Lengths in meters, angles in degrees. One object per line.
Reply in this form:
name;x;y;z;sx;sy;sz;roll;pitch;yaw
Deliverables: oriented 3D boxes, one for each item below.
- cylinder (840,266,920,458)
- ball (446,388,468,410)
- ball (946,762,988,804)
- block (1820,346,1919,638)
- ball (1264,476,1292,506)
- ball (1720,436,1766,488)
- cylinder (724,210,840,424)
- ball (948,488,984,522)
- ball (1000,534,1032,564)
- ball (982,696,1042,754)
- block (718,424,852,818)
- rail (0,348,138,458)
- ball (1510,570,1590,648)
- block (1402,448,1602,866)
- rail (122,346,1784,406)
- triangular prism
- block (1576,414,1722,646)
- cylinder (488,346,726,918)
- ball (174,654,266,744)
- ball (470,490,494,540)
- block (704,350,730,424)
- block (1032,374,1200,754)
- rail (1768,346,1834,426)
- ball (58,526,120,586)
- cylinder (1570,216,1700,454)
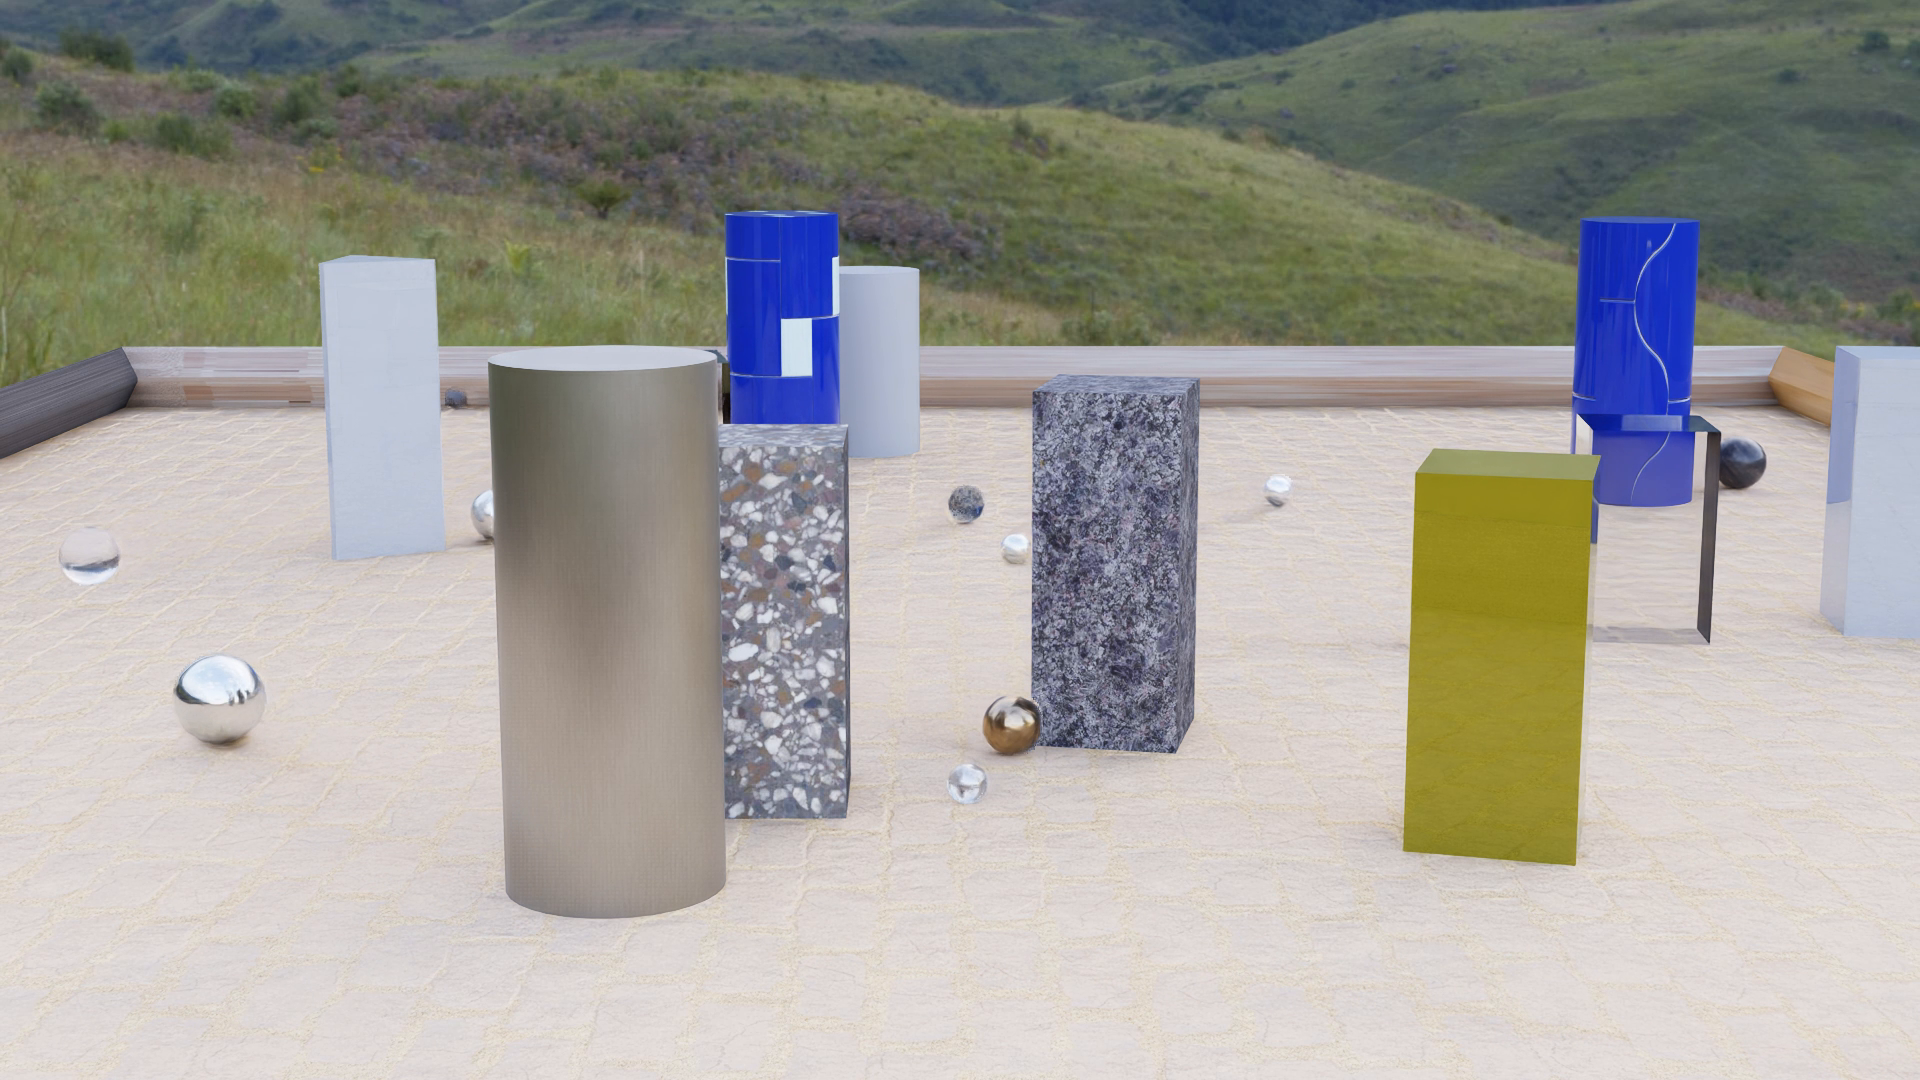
cylinder;-0.176;-0.342;4.884;0.198;0.344;0.198;0;10;0
ball;-1.077;-0.302;5.490;0.046;0.046;0.046;0;10;0
ball;0.007;0.243;2.561;0.041;0.041;0.041;0;10;0
block;1.230;-0.065;3.349;0.158;0.359;0.158;1;11;7
ball;0.532;-0.082;4.293;0.049;0.049;0.049;0;10;0
ball;1.355;-0.135;4.461;0.093;0.093;0.093;0;10;0
cylinder;-0.309;-0.334;4.491;0.198;0.472;0.198;0;10;0
ball;0.010;-0.056;4.131;0.058;0.058;0.058;0;10;0
ball;0.083;0.013;3.791;0.046;0.046;0.046;0;10;0
ball;0.056;0.198;2.742;0.064;0.064;0.064;0;10;0
block;-0.191;0.078;2.556;0.158;0.368;0.158;0;10;-1
rail;-1.767;0.035;3.439;0.045;0.128;4.242;0;10;0
ball;0.746;0.087;3.245;0.099;0.099;0.099;0;10;0
block;0.514;0.106;2.427;0.158;0.360;0.158;3;11;16
rail;-0.012;-0.349;5.511;3.581;0.128;0.045;0;10;0
triangular prism;-0.892;-0.206;3.890;0.171;0.440;0.148;-5;12;-27
block;0.884;-0.017;3.324;0.158;0.273;0.158;1;11;6
cylinder;-0.310;0.076;2.271;0.198;0.476;0.198;0;10;0
ball;-0.803;0.173;2.784;0.097;0.097;0.097;0;10;0
ball;-0.720;-0.040;3.983;0.079;0.079;0.079;0;10;0
block;-0.387;-0.065;3.372;0.158;0.351;0.158;-2;11;-11
block;0.171;0.022;2.806;0.158;0.386;0.158;2;11;12
rail;1.767;0.031;3.459;0.045;0.128;4.242;0;10;0
ball;-1.233;0.023;3.632;0.083;0.083;0.083;0;10;0
cylinder;1.154;-0.314;4.396;0.198;0.467;0.198;0;10;0
